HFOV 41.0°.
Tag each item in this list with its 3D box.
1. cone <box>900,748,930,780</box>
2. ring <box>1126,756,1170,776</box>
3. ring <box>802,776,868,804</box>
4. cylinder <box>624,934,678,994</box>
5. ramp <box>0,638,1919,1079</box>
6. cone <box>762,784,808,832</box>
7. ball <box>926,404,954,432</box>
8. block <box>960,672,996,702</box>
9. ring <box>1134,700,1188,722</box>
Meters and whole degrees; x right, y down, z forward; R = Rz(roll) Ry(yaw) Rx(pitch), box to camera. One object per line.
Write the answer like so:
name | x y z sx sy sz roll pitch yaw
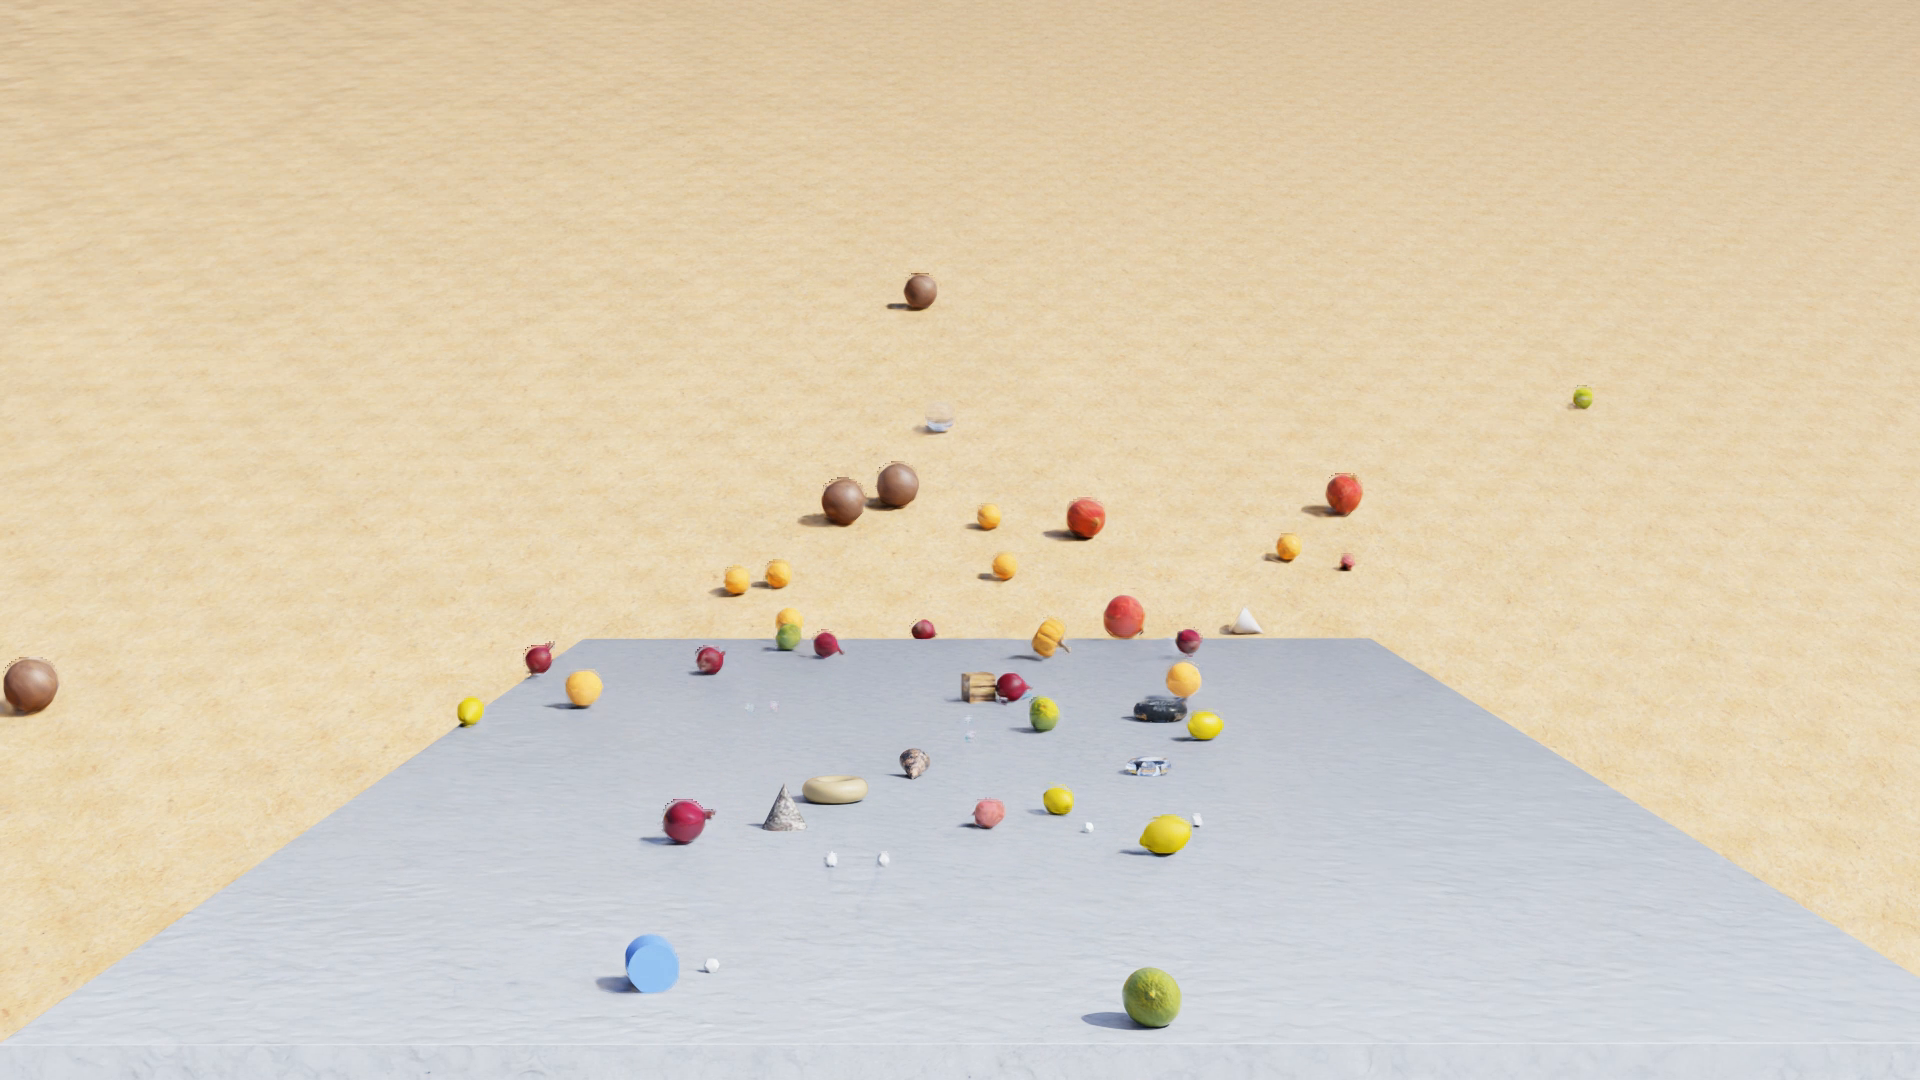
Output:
cone | -0.077 0.380 4.236 0.052 0.052 0.052 1 30 4
ring | 0.314 0.377 4.279 0.076 0.025 0.076 -1 4 0
ring | -0.195 0.389 4.005 0.104 0.035 0.104 -1 3 0
cylinder | -0.333 0.456 2.766 0.053 0.053 0.053 -4 4 -11
ramp | 0.047 0.424 4.534 2.000 0.100 4.000 0 4 0
cone | -0.257 0.388 3.759 0.067 0.067 0.067 0 4 0
ball | -0.065 -0.403 8.461 0.094 0.094 0.094 0 20 0
block | 0.037 0.301 5.257 0.055 0.055 0.055 -1 4 -21
ring | 0.387 0.330 4.957 0.105 0.035 0.105 -1 5 0
